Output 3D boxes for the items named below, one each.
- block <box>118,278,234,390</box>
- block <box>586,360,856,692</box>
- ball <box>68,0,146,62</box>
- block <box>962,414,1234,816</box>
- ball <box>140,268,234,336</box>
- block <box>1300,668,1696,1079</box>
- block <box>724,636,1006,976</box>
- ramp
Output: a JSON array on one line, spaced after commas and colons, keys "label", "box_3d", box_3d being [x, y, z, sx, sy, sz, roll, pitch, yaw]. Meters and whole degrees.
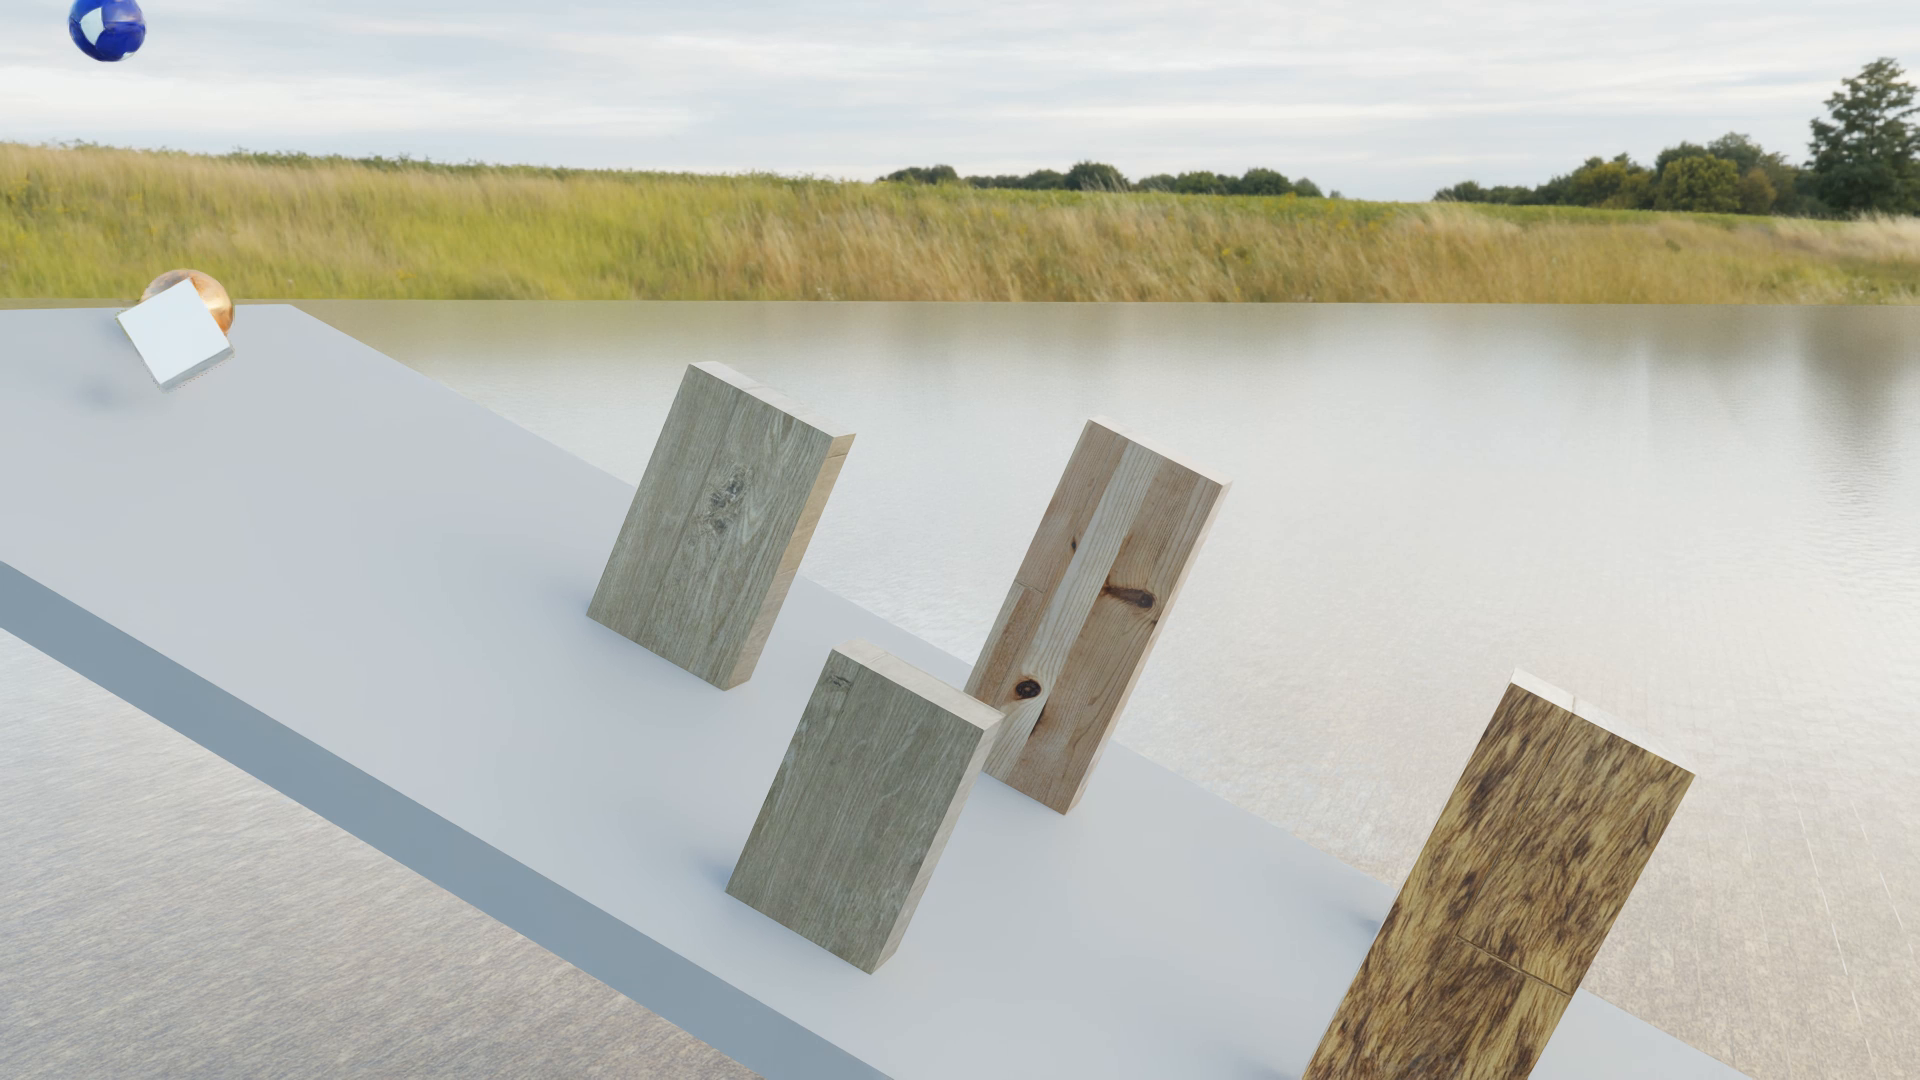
[{"label": "block", "box_3d": [-1.534, -0.400, 4.307, 0.151, 0.151, 0.151, -32, 7, -14]}, {"label": "block", "box_3d": [-0.469, -0.029, 4.296, 0.324, 0.549, 0.127, 27, 14, 12]}, {"label": "ball", "box_3d": [-1.655, -1.000, 4.267, 0.144, 0.144, 0.144, 0, 7, 0]}, {"label": "block", "box_3d": [0.249, 0.151, 4.425, 0.296, 0.744, 0.123, 27, 14, 12]}, {"label": "ball", "box_3d": [-1.672, -0.490, 4.753, 0.192, 0.192, 0.192, 0, 7, 0]}, {"label": "block", "box_3d": [0.837, 0.630, 3.498, 0.302, 0.795, 0.139, 27, 14, 12]}, {"label": "block", "box_3d": [-0.148, 0.410, 3.413, 0.266, 0.434, 0.120, 27, 14, 12]}, {"label": "ramp", "box_3d": [-0.268, 0.459, 4.173, 4.000, 0.100, 2.000, 27, 14, 12]}]
